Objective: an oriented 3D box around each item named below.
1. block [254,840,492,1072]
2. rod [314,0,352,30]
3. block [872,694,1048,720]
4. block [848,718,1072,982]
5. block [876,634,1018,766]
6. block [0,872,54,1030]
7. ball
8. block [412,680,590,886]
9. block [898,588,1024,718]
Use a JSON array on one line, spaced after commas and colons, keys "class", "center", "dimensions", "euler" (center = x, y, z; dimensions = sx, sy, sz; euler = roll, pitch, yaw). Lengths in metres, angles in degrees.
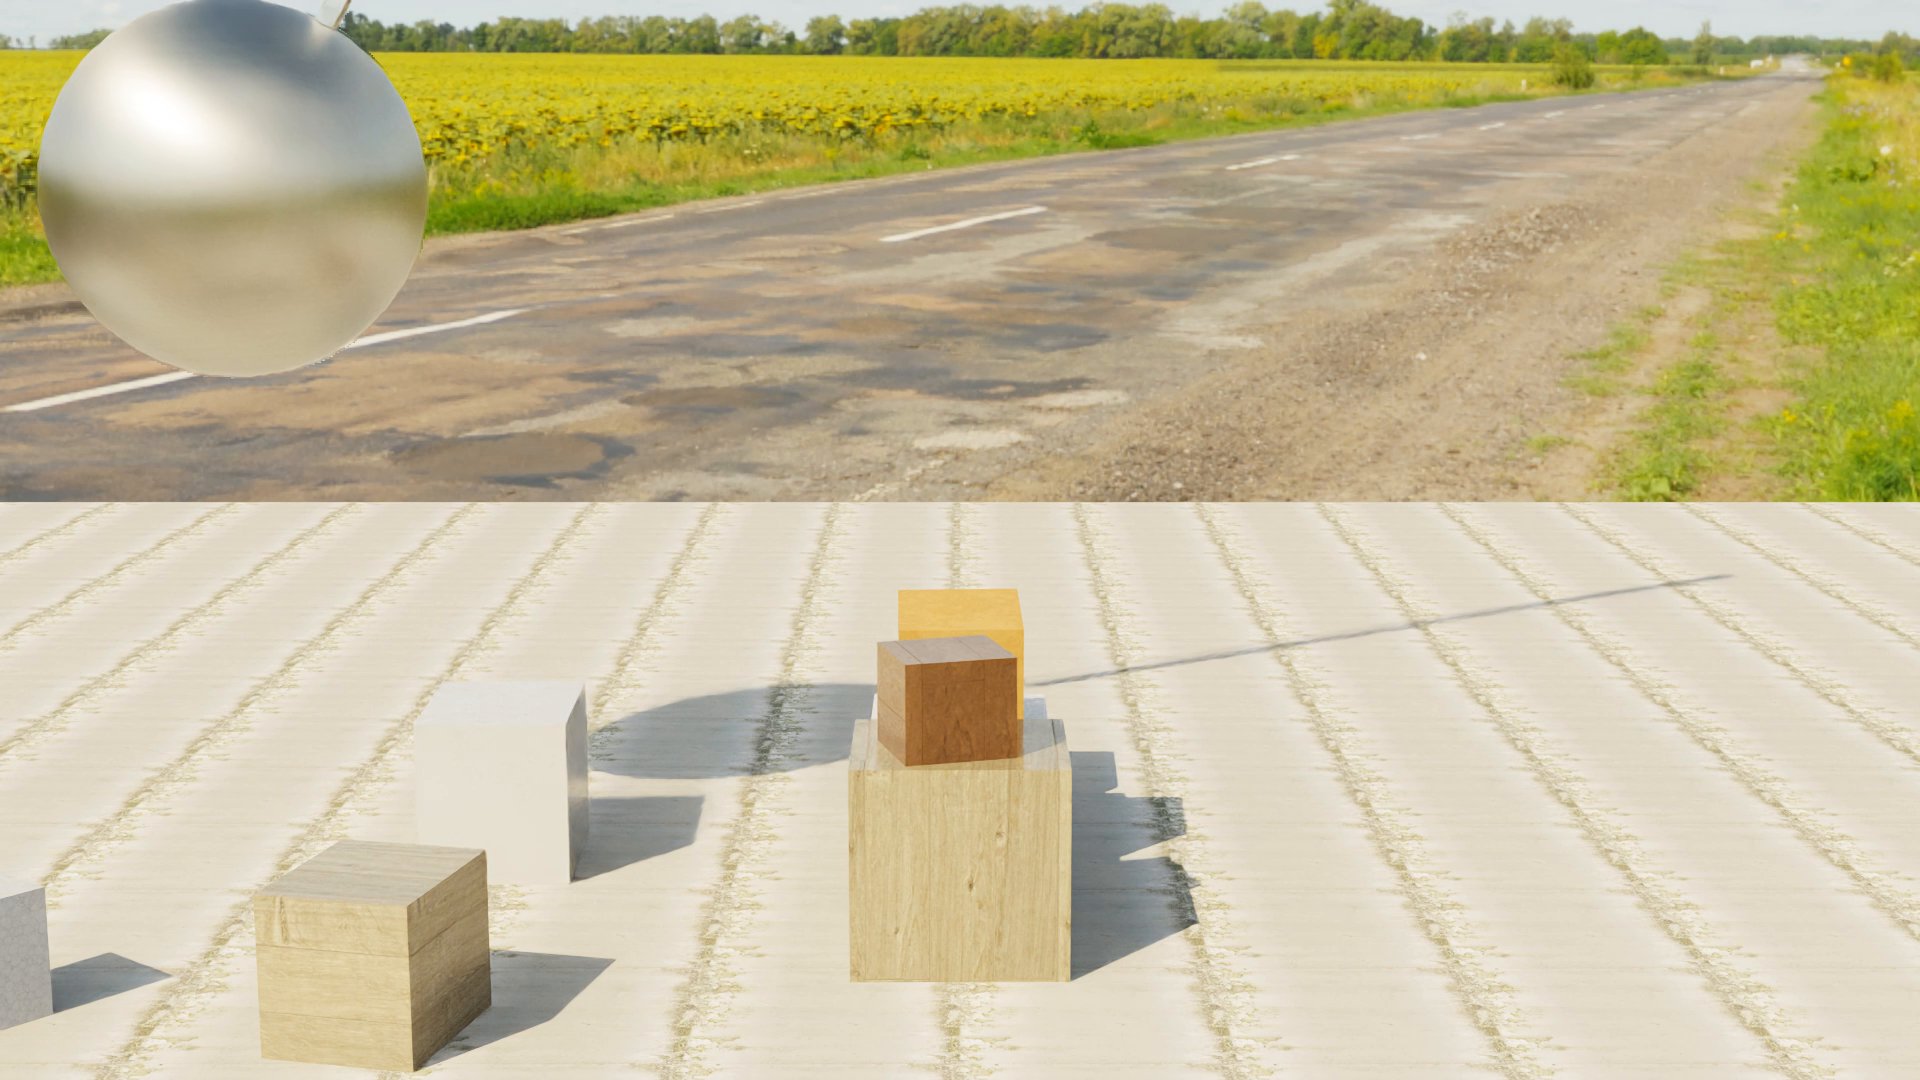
[{"class": "block", "center": [-2.156, 1.521, 9.477], "dimensions": [0.592, 0.617, 0.694], "euler": [2, 11, 13]}, {"class": "rod", "center": [-1.334, -4.365, 10.387], "dimensions": [0.080, 5.200, 0.080], "euler": [30, 9, -5]}, {"class": "block", "center": [-0.002, 1.095, 11.780], "dimensions": [0.798, 0.632, 0.677], "euler": [0, 10, 0]}, {"class": "block", "center": [-0.002, 1.238, 10.359], "dimensions": [0.862, 0.858, 0.798], "euler": [0, 10, 0]}, {"class": "block", "center": [-0.055, 0.631, 10.166], "dimensions": [0.453, 0.404, 0.427], "euler": [-3, 11, -16]}, {"class": "block", "center": [-3.756, 1.555, 9.608], "dimensions": [0.452, 0.503, 0.486], "euler": [8, 13, 38]}, {"class": "ball", "center": [-3.078, -1.493, 10.909], "dimensions": [1.600, 1.600, 1.600], "euler": [0, 10, 0]}, {"class": "block", "center": [-2.054, 1.085, 11.572], "dimensions": [0.658, 0.725, 0.806], "euler": [0, 10, -2]}, {"class": "block", "center": [-0.001, 0.591, 11.171], "dimensions": [0.528, 0.610, 0.574], "euler": [-1, 16, -1]}]
